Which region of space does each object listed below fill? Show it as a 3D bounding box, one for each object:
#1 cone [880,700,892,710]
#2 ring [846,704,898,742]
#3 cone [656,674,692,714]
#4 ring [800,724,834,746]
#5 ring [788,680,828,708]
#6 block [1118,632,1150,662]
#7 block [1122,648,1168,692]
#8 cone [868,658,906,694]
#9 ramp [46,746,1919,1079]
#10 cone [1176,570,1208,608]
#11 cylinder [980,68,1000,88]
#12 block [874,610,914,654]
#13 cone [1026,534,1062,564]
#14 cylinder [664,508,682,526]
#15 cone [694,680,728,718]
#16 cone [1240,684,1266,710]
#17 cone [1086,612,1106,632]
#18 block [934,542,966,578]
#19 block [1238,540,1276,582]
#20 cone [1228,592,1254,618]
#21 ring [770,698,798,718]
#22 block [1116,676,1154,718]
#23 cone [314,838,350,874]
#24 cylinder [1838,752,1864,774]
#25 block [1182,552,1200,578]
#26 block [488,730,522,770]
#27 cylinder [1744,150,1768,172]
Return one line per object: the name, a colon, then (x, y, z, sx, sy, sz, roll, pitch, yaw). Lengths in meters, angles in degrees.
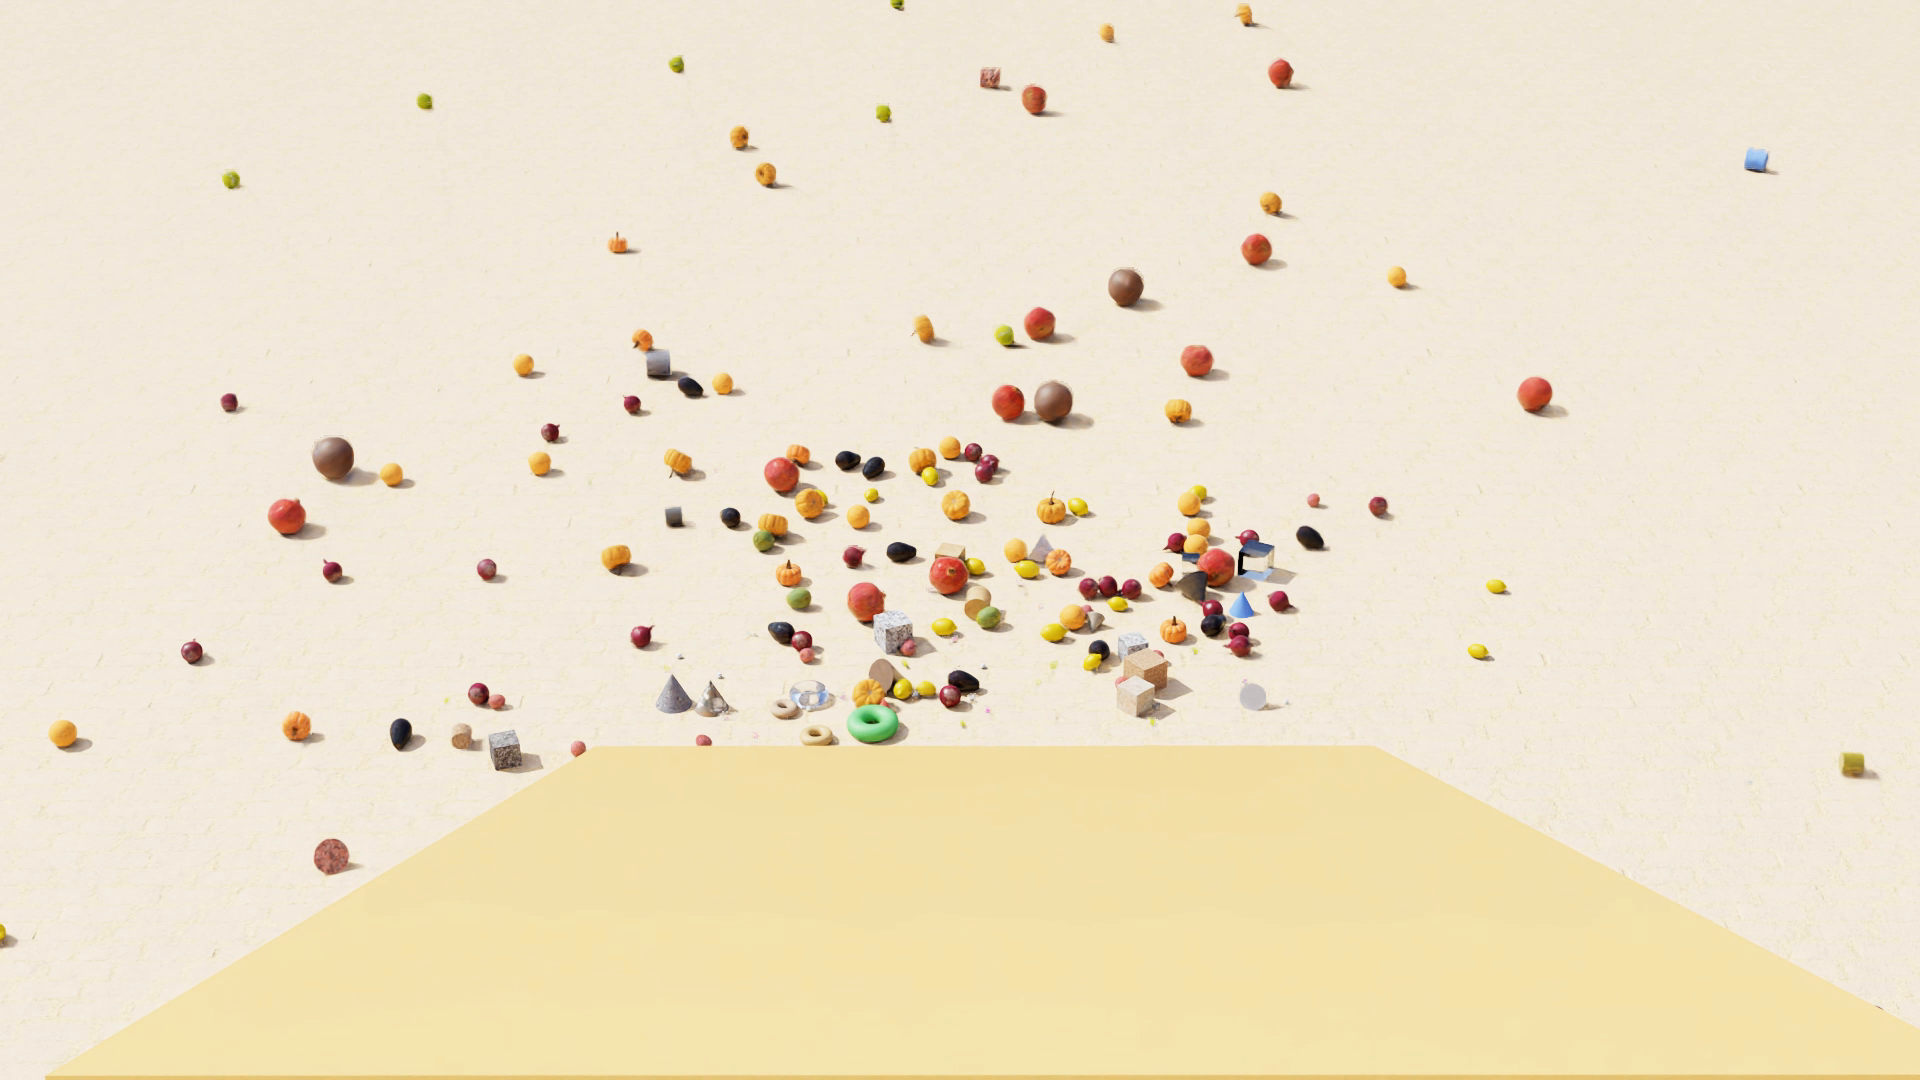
cone: (-0.203, 0.444, 6.911, 0.054, 0.054, 0.054, 0, 29, 0)
ring: (-0.231, 0.485, 6.846, 0.140, 0.047, 0.140, -1, 30, 0)
cone: (-0.771, 0.399, 6.946, 0.099, 0.099, 0.099, 0, 29, 0)
ring: (-0.378, 0.517, 6.806, 0.089, 0.030, 0.089, -1, 28, 0)
ring: (-0.408, 0.416, 6.981, 0.109, 0.036, 0.109, -1, 30, 0)
block: (0.479, 0.301, 7.156, 0.064, 0.064, 0.064, -11, 31, -19)
block: (0.504, 0.359, 7.030, 0.085, 0.085, 0.085, -20, 35, -31)
cone: (-0.181, 0.375, 7.044, 0.098, 0.098, 0.098, 10, 16, -45)
ramp: (0.066, 0.587, 4.637, 2.000, 0.100, 4.000, 0, 0, 0)
cone: (0.685, 0.157, 7.434, 0.098, 0.098, 0.098, -11, 58, -19)
cylinder: (0.128, -2.015, 11.273, 0.079, 0.079, 0.079, 4, 29, 7)
block: (-0.186, 0.256, 7.217, 0.083, 0.083, 0.083, -13, 32, -22)
cone: (0.262, 0.045, 7.634, 0.097, 0.097, 0.097, 32, 34, 1)
cylinder: (-0.867, -0.072, 7.836, 0.051, 0.051, 0.051, -4, 29, -7)
cone: (-0.667, 0.413, 6.929, 0.092, 0.092, 0.092, 0, 29, 0)
cone: (0.793, 0.420, 6.974, 0.074, 0.074, 0.074, 6, 3, 10)
cone: (0.377, 0.241, 7.303, 0.056, 0.056, 0.056, 8, 57, 14)
block: (-0.029, 0.060, 7.579, 0.072, 0.072, 0.072, 9, 31, 16)
block: (0.866, 0.061, 7.567, 0.082, 0.082, 0.082, 15, 32, 24)
cone: (0.804, 0.175, 7.374, 0.071, 0.071, 0.071, 0, 29, 0)
ring: (-0.471, 0.451, 6.928, 0.077, 0.026, 0.077, 2, 26, -1)
block: (0.471, 0.420, 6.936, 0.071, 0.071, 0.071, -26, 38, -38)
cone: (-1.551, 0.771, 6.342, 0.087, 0.087, 0.087, -15, 6, -25)
cylinder: (2.301, 0.577, 6.675, 0.053, 0.053, 0.053, 3, 29, 5)
block: (0.676, 0.074, 7.573, 0.053, 0.053, 0.053, 2, 29, 4)
block: (-1.181, 0.545, 6.715, 0.069, 0.069, 0.069, -10, 31, -17)
cylinder: (3.203, -1.527, 10.404, 0.077, 0.077, 0.077, 14, 32, 24)
